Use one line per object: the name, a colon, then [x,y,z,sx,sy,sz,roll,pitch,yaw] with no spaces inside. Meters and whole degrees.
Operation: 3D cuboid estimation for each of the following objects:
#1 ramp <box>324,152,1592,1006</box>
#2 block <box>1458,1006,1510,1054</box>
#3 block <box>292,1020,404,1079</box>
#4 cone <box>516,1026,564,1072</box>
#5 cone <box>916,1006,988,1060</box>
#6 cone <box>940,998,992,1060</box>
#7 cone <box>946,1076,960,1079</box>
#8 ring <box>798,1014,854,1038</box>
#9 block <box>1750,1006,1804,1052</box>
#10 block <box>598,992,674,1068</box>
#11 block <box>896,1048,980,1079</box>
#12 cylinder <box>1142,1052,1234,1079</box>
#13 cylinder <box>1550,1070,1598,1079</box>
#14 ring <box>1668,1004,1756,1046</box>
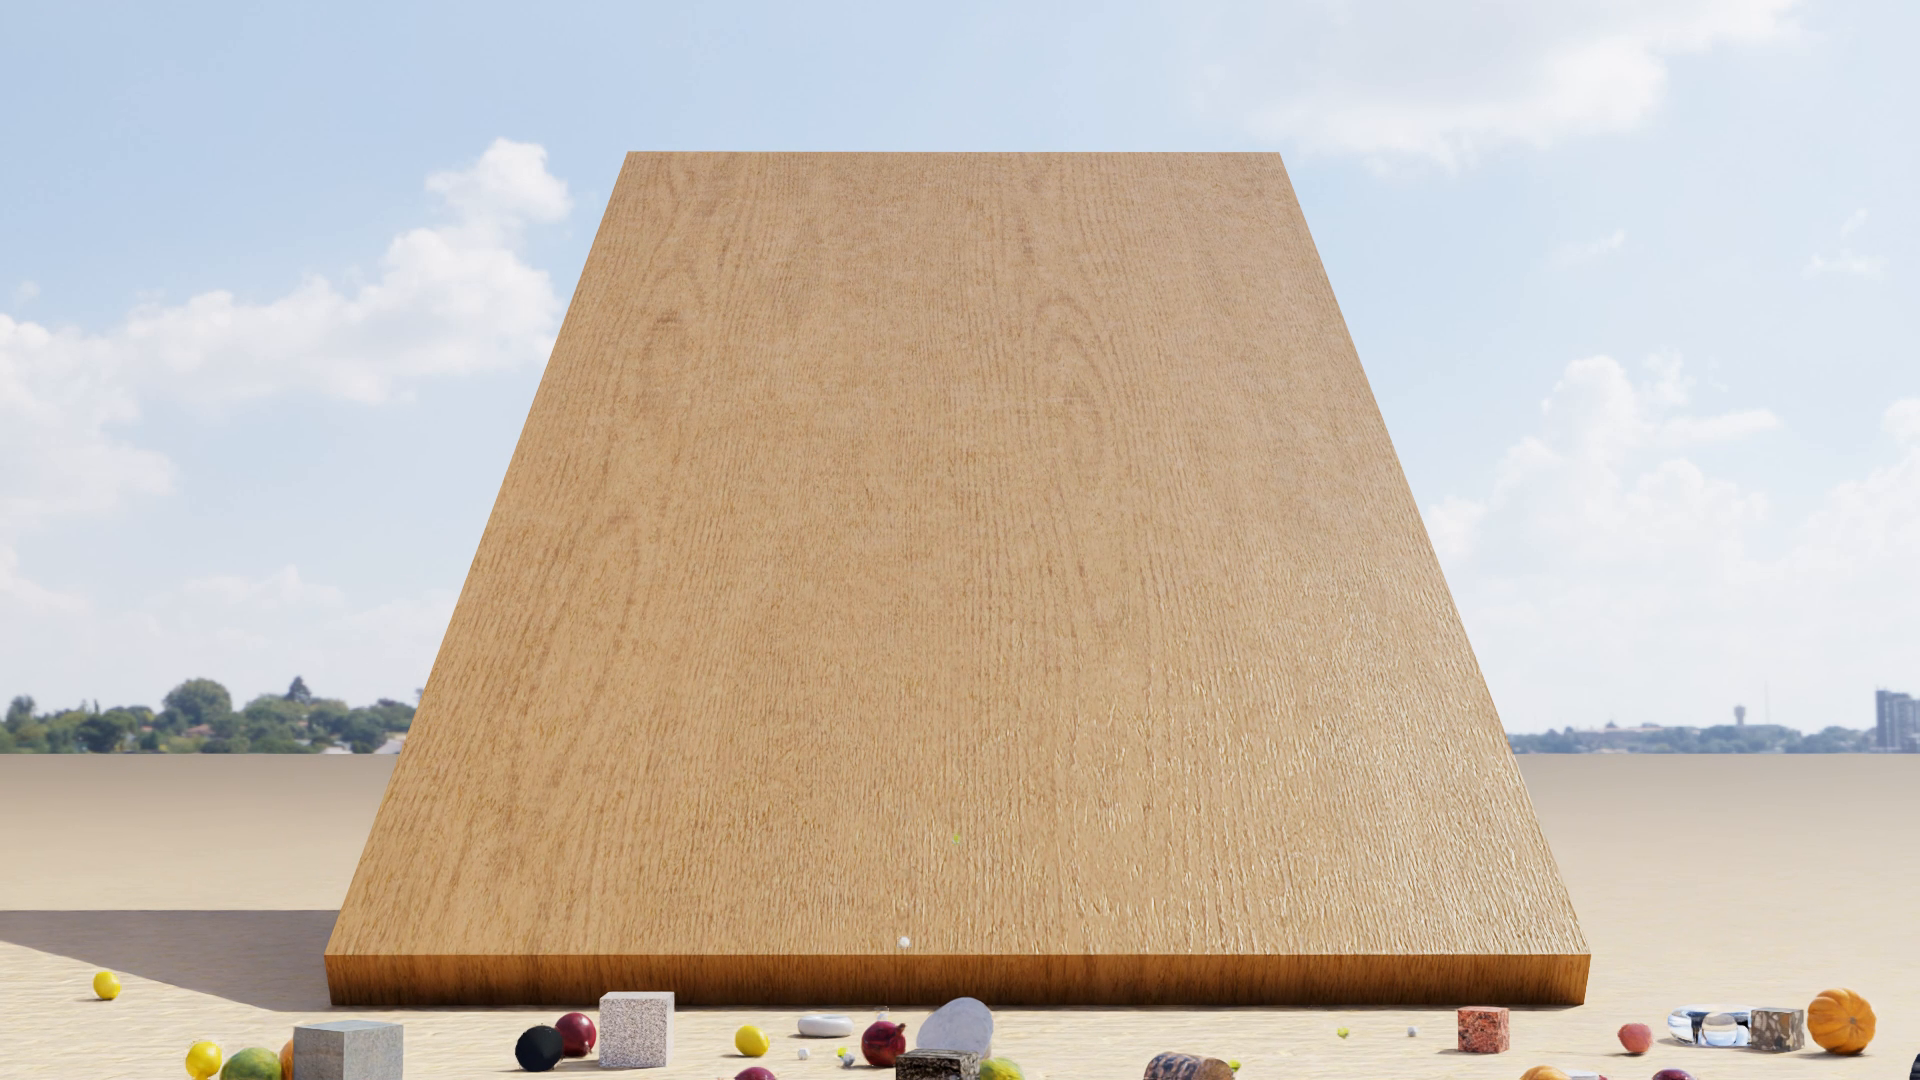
ramp: [-0.011,-0.225,5.549,2.000,0.100,4.000,0,27,0]
block: [0.712,0.666,3.233,0.055,0.055,0.055,-3,-6,28]
block: [-0.710,0.608,2.761,0.088,0.088,0.088,-4,-6,35]
cone: [-0.534,0.664,3.054,0.062,0.062,0.062,0,-32,2]
cone: [0.002,0.654,3.020,0.094,0.094,0.094,-2,-32,17]
cone: [0.021,0.663,3.123,0.094,0.094,0.094,-3,-32,29]
cone: [0.012,0.612,2.498,0.075,0.075,0.075,29,-14,-15]
ring: [-0.192,0.695,3.399,0.081,0.027,0.081,1,-4,0]
block: [1.117,0.668,3.249,0.053,0.053,0.053,-4,-7,40]
block: [-0.422,0.639,3.108,0.087,0.087,0.087,0,-5,-1]
block: [-0.024,0.602,2.615,0.074,0.074,0.074,-2,-5,17]
cylinder: [0.252,0.603,2.612,0.073,0.073,0.073,4,-6,-39]
cylinder: [0.677,0.614,2.622,0.052,0.052,0.052,0,-5,0]
ring: [1.063,0.679,3.330,0.141,0.047,0.141,-1,-4,0]
